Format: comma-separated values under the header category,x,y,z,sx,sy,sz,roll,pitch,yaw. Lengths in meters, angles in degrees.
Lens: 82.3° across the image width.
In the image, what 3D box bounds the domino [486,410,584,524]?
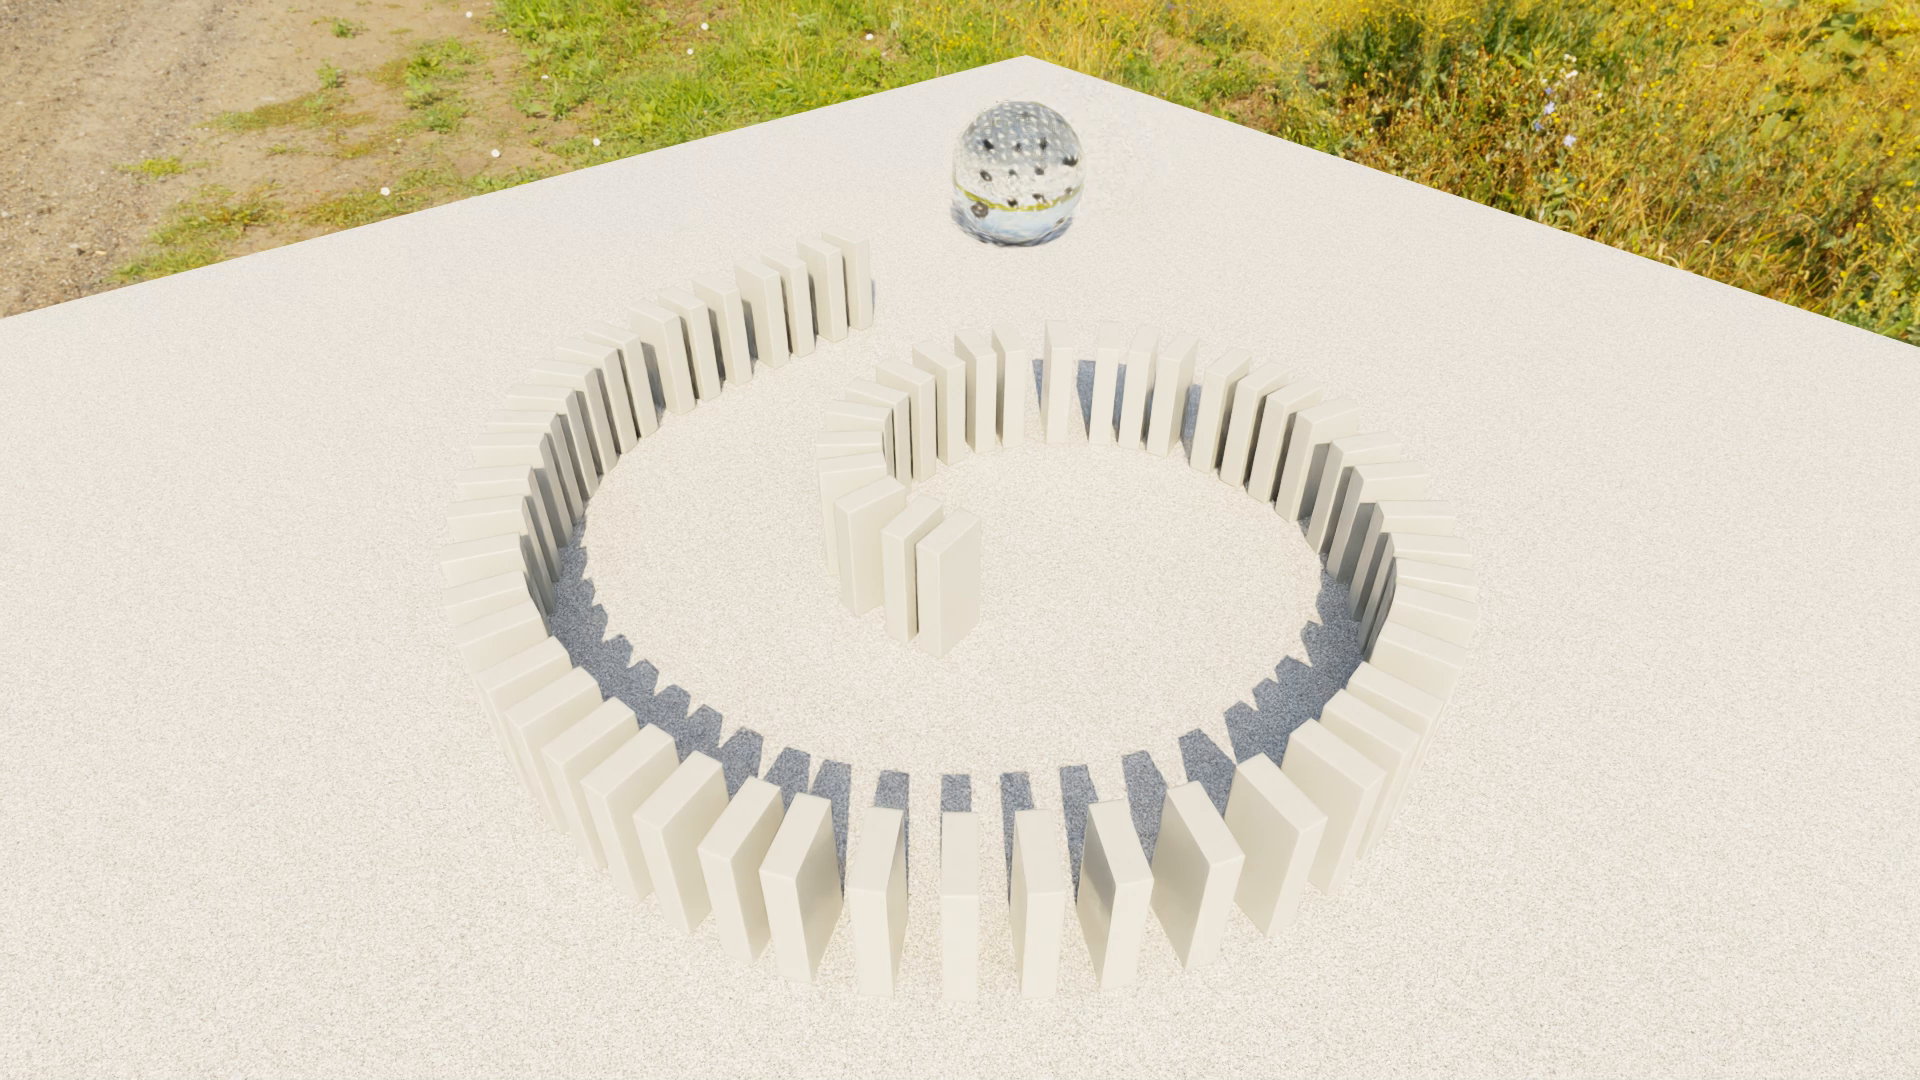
category,x,y,z,sx,sy,sz,roll,pitch,yaw
domino,-0.172,-0.029,0.447,0.025,0.050,0.009,1,39,2

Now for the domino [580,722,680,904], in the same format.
category,x,y,z,sx,sy,sz,roll,pitch,yaw
domino,-0.091,0.079,0.315,0.010,0.050,0.025,24,45,26

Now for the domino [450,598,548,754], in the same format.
category,x,y,z,sx,sy,sz,roll,pitch,yaw
domino,-0.144,0.045,0.357,0.025,0.050,0.009,-23,44,-25

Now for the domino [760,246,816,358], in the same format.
category,x,y,z,sx,sy,sz,roll,pitch,yaw
domino,-0.087,-0.120,0.558,0.010,0.050,0.025,-31,49,-32

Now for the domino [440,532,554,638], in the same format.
category,x,y,z,sx,sy,sz,roll,pitch,yaw
domino,-0.161,0.022,0.385,0.025,0.050,0.010,-12,41,-14

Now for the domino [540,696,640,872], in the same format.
category,x,y,z,sx,sy,sz,roll,pitch,yaw
domino,-0.104,0.072,0.323,0.009,0.050,0.025,28,47,29

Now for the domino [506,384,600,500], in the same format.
category,x,y,z,sx,sy,sz,roll,pitch,yaw
domino,-0.170,-0.041,0.461,0.025,0.050,0.009,5,40,6

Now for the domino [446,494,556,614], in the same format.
category,x,y,z,sx,sy,sz,roll,pitch,yaw
domino,-0.167,0.007,0.403,0.025,0.050,0.009,-7,40,-9

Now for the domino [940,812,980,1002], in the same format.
category,x,y,z,sx,sy,sz,roll,pitch,yaw
domino,0.000,0.098,0.292,0.009,0.050,0.025,0,39,0

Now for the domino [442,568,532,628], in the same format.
category,x,y,z,sx,sy,sz,roll,pitch,yaw
domino,-0.153,0.035,0.369,0.025,0.050,0.010,-17,42,-19

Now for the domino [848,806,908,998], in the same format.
category,x,y,z,sx,sy,sz,roll,pitch,yaw
domino,-0.021,0.097,0.293,0.010,0.050,0.025,5,40,6

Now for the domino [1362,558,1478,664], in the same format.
category,x,y,z,sx,sy,sz,roll,pitch,yaw
domino,0.156,0.030,0.375,0.025,0.050,0.009,10,40,12

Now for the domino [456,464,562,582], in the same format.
category,x,y,z,sx,sy,sz,roll,pitch,yaw
domino,-0.170,-0.005,0.417,0.025,0.050,0.009,-4,40,-5

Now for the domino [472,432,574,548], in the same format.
category,x,y,z,sx,sy,sz,roll,pitch,yaw
domino,-0.172,-0.019,0.435,0.025,0.050,0.010,-1,39,-1

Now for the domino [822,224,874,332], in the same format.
category,x,y,z,sx,sy,sz,roll,pitch,yaw
domino,-0.059,-0.138,0.580,0.025,0.050,0.009,29,47,30

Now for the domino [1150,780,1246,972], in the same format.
category,x,y,z,sx,sy,sz,roll,pitch,yaw
domino,0.063,0.092,0.299,0.009,0.050,0.025,-12,41,-14

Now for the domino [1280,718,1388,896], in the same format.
category,x,y,z,sx,sy,sz,roll,pitch,yaw
domino,0.104,0.077,0.317,0.010,0.050,0.025,-28,47,-30

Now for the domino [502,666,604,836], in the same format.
category,x,y,z,sx,sy,sz,roll,pitch,yaw
domino,-0.118,0.064,0.333,0.010,0.050,0.025,32,49,33

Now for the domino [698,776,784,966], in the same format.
category,x,y,z,sx,sy,sz,roll,pitch,yaw
domino,-0.057,0.091,0.300,0.009,0.050,0.025,15,42,18

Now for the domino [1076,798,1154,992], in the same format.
category,x,y,z,sx,sy,sz,roll,pitch,yaw
domino,0.041,0.096,0.295,0.009,0.050,0.025,-7,40,-8

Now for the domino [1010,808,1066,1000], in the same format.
category,x,y,z,sx,sy,sz,roll,pitch,yaw
domino,0.020,0.097,0.293,0.010,0.050,0.025,-3,39,-4

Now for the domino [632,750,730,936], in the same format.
category,x,y,z,sx,sy,sz,roll,pitch,yaw
domino,-0.075,0.085,0.307,0.010,0.050,0.025,20,43,23

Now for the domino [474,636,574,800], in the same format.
category,x,y,z,sx,sy,sz,roll,pitch,yaw
domino,-0.131,0.056,0.343,0.025,0.050,0.009,-29,47,-30

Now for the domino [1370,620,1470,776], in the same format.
category,x,y,z,sx,sy,sz,roll,pitch,yaw
domino,0.141,0.051,0.350,0.025,0.050,0.010,22,44,24

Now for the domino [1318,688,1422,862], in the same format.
category,x,y,z,sx,sy,sz,roll,pitch,yaw
domino,0.116,0.070,0.326,0.025,0.050,0.009,32,49,33

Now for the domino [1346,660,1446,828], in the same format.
category,x,y,z,sx,sy,sz,roll,pitch,yaw
domino,0.127,0.063,0.335,0.025,0.050,0.009,28,47,30

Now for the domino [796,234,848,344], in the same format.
category,x,y,z,sx,sy,sz,roll,pitch,yaw
domino,-0.071,-0.130,0.570,0.009,0.050,0.025,-32,49,-33

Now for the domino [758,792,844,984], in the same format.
category,x,y,z,sx,sy,sz,roll,pitch,yaw
domino,-0.042,0.094,0.296,0.010,0.050,0.025,10,40,12

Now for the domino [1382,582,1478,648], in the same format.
category,x,y,z,sx,sy,sz,roll,pitch,yaw
domino,0.151,0.039,0.364,0.025,0.050,0.010,16,42,18

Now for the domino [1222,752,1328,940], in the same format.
category,x,y,z,sx,sy,sz,roll,pitch,yaw
domino,0.085,0.086,0.307,0.010,0.050,0.025,-20,43,-23
